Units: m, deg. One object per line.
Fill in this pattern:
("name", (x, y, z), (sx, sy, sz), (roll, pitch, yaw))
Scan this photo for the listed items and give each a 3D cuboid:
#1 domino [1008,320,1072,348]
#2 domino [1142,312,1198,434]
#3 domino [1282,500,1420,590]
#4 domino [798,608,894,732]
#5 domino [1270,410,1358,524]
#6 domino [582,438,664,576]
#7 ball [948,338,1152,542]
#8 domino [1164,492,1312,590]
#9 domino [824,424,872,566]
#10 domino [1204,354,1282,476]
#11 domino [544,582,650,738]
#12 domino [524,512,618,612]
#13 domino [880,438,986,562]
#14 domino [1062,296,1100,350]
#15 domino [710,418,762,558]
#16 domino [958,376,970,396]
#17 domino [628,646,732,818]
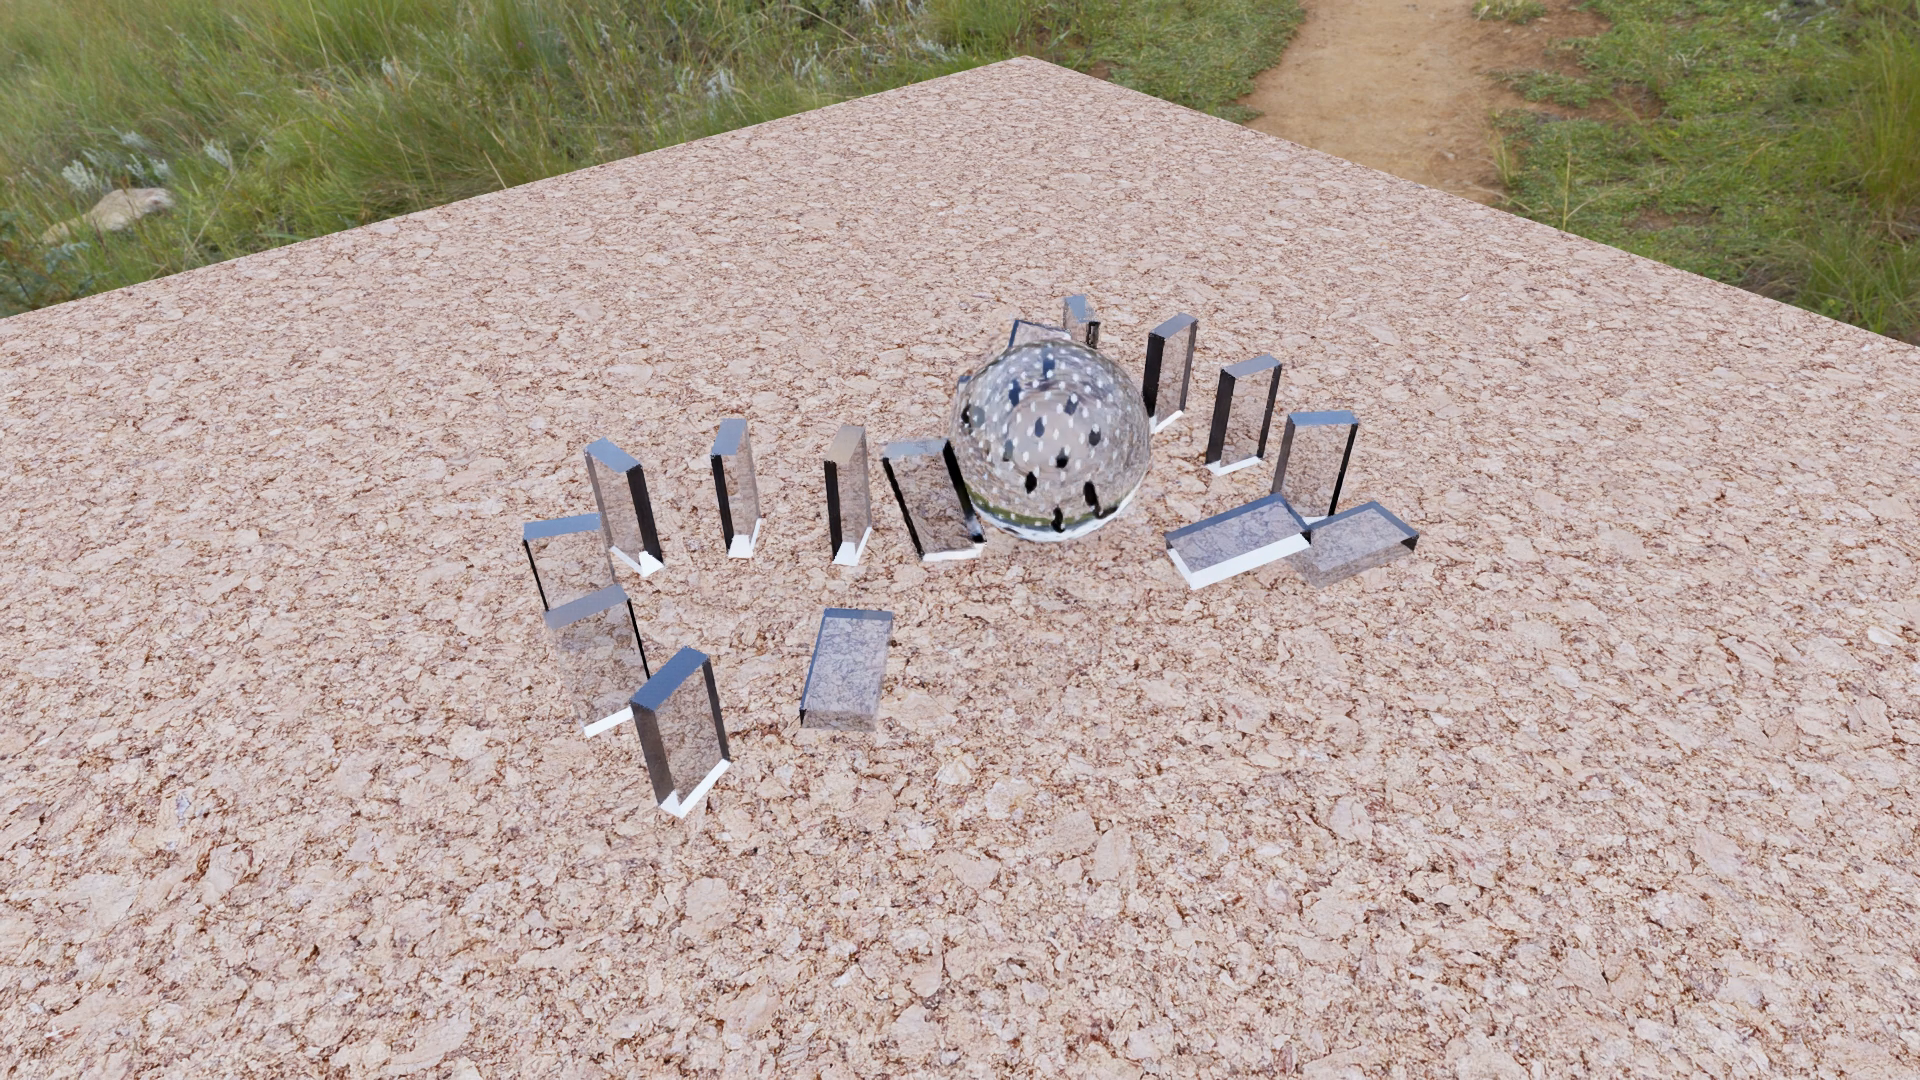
("domino", (0.031, -0.074, 0.506), (0.025, 0.050, 0.010), (17, 2, 21))
("domino", (0.095, -0.076, 0.504), (0.009, 0.050, 0.025), (30, 48, 31))
("domino", (0.156, 0.001, 0.442), (0.050, 0.010, 0.025), (-18, 43, -21))
("domino", (-0.039, 0.045, 0.388), (0.025, 0.010, 0.050), (3, 39, 4))
("domino", (0.142, -0.028, 0.446), (0.025, 0.050, 0.010), (-3, 39, -3))
("domino", (-0.130, -0.012, 0.427), (0.025, 0.050, 0.009), (31, 48, 32))
("ball", (0.035, -0.039, 0.436), (0.080, 0.080, 0.080), (0, 39, 0))
("domino", (0.110, 0.000, 0.435), (0.050, 0.009, 0.025), (-20, 42, -4))
("domino", (-0.044, -0.017, 0.433), (0.010, 0.050, 0.025), (7, 40, 8))
("domino", (0.123, -0.054, 0.477), (0.025, 0.050, 0.009), (-18, 43, -21))
("domino", (-0.118, 0.040, 0.362), (0.025, 0.050, 0.010), (-24, 45, -26))
("domino", (-0.137, 0.015, 0.394), (0.025, 0.050, 0.009), (-9, 40, -11))
("domino", (-0.010, -0.015, 0.425), (0.025, 0.050, 0.009), (-5, 36, 22))
("domino", (0.055, -0.086, 0.516), (0.009, 0.050, 0.025), (-6, 40, -10))
("domino", (-0.088, -0.020, 0.436), (0.010, 0.050, 0.025), (1, 39, 1))
("domino", (0.011, -0.049, 0.488), (0.025, 0.010, 0.050), (1, 63, 2))
("domino", (-0.085, 0.060, 0.339), (0.009, 0.050, 0.025), (19, 43, 22))
